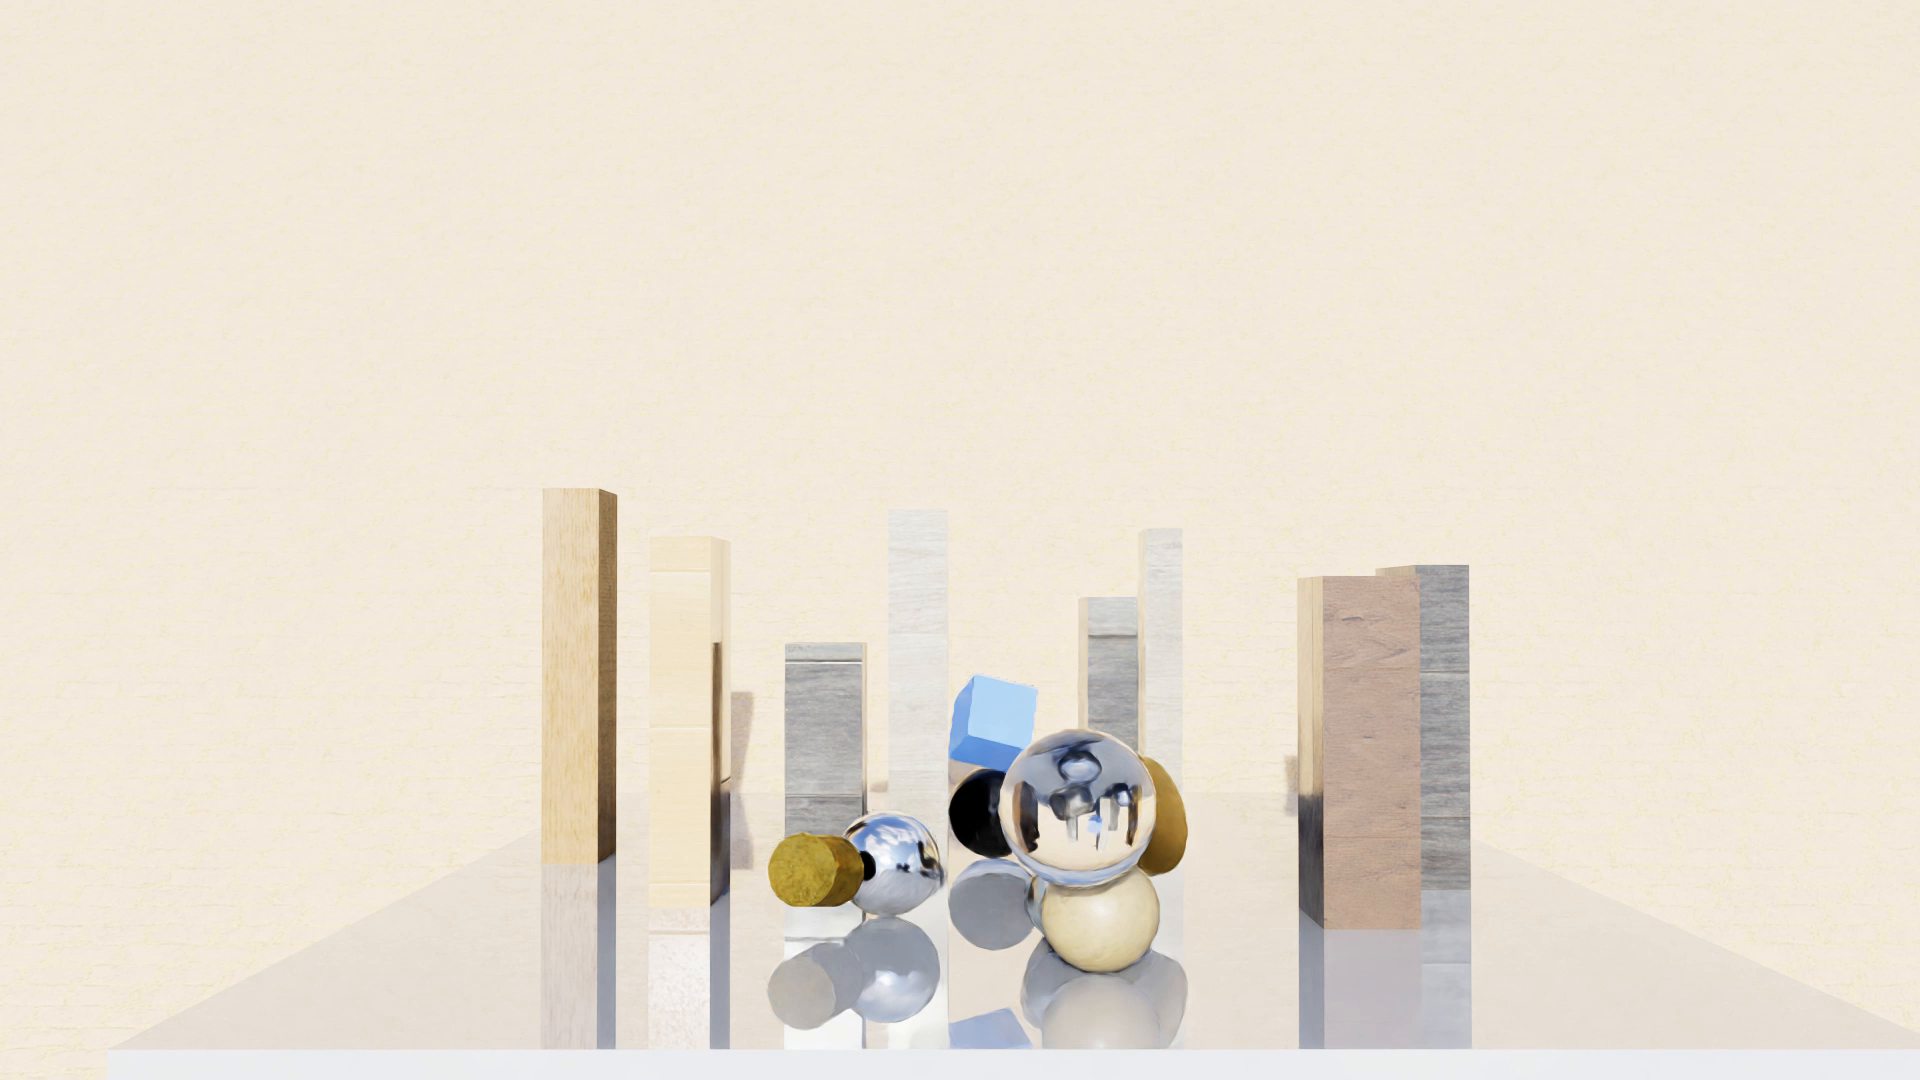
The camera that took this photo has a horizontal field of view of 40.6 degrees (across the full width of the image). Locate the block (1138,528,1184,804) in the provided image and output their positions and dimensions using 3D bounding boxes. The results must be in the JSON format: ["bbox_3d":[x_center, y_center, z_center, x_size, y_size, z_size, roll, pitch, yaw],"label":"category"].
[{"bbox_3d":[0.464,0.308,6.017,0.084,0.664,0.242,0,-2,0],"label":"block"}]

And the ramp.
[{"bbox_3d":[0.076,0.657,4.809,2.000,0.100,4.000,0,-2,0],"label":"ramp"}]

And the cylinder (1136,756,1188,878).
[{"bbox_3d":[0.229,0.456,4.123,0.189,0.189,0.189,-20,19,37],"label":"cylinder"}]

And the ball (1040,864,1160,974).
[{"bbox_3d":[0.185,0.490,3.411,0.157,0.157,0.157,0,34,0],"label":"ball"}]

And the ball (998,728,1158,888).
[{"bbox_3d":[0.147,0.334,3.247,0.198,0.198,0.198,0,34,0],"label":"ball"}]

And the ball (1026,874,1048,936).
[{"bbox_3d":[0.162,0.508,3.686,0.136,0.136,0.136,0,34,0],"label":"ball"}]

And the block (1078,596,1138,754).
[{"bbox_3d":[0.270,0.356,4.768,0.089,0.500,0.389,0,-2,0],"label":"block"}]

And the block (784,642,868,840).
[{"bbox_3d":[-0.254,0.404,4.959,0.143,0.415,0.274,0,-2,0],"label":"block"}]

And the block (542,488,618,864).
[{"bbox_3d":[-0.734,0.259,5.023,0.106,0.707,0.271,0,-2,0],"label":"block"}]

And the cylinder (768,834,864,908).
[{"bbox_3d":[-0.215,0.496,3.891,0.109,0.109,0.109,16,-2,22],"label":"cylinder"}]

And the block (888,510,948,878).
[{"bbox_3d":[-0.075,0.279,4.823,0.105,0.657,0.372,0,-2,0],"label":"block"}]

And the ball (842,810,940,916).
[{"bbox_3d":[-0.113,0.503,4.042,0.165,0.165,0.165,0,34,0],"label":"ball"}]

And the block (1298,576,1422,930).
[{"bbox_3d":[0.615,0.321,4.025,0.145,0.528,0.293,0,-2,0],"label":"block"}]

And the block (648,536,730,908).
[{"bbox_3d":[-0.450,0.296,4.359,0.098,0.596,0.371,0,-2,0],"label":"block"}]

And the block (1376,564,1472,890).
[{"bbox_3d":[0.824,0.325,4.640,0.092,0.554,0.427,0,-2,0],"label":"block"}]

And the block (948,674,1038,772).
[{"bbox_3d":[0.055,0.312,4.402,0.112,0.112,0.112,14,62,-12],"label":"block"}]

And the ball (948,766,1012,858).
[{"bbox_3d":[0.067,0.523,5.009,0.178,0.178,0.178,0,34,0],"label":"ball"}]
